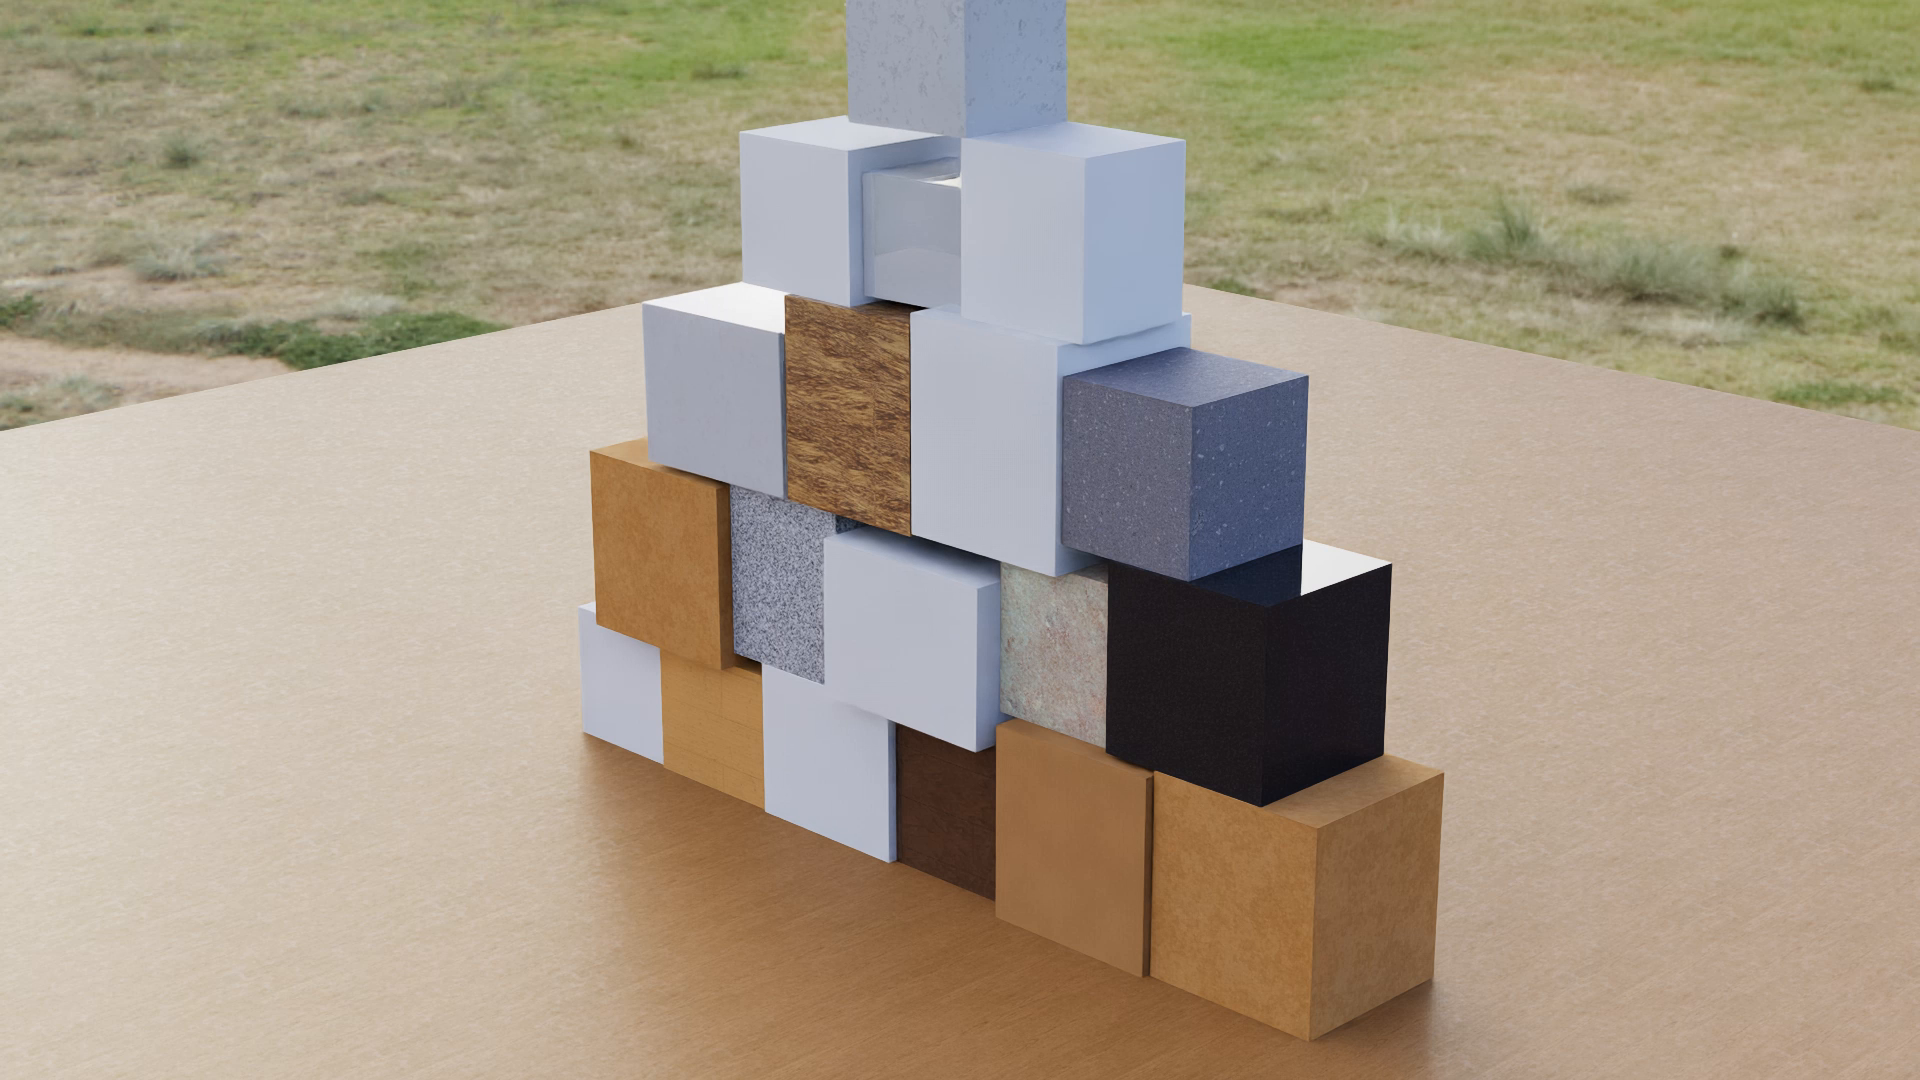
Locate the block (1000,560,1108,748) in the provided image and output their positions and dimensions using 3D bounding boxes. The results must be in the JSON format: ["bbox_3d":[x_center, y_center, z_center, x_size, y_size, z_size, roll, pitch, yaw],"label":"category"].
[{"bbox_3d":[0.654,0.407,12.787,0.658,0.736,0.693,-17,24,-42],"label":"block"}]

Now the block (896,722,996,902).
[{"bbox_3d":[0.217,1.135,13.478,0.701,0.753,0.741,-17,24,-42],"label":"block"}]

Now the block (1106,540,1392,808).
[{"bbox_3d":[1.198,0.496,12.231,0.809,0.851,0.846,-17,24,-42],"label":"block"}]

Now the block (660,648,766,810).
[{"bbox_3d":[-0.946,0.818,14.600,0.750,0.686,0.779,-17,24,-42],"label":"block"}]

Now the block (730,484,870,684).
[{"bbox_3d":[-0.548,0.120,13.976,0.789,0.870,0.733,-17,24,-42],"label":"block"}]

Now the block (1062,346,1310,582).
[{"bbox_3d":[0.935,-0.332,12.229,0.739,0.729,0.702,-17,24,-42],"label":"block"}]

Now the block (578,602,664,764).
[{"bbox_3d":[-1.478,0.666,15.087,0.670,0.684,0.675,-17,24,-42],"label":"block"}]

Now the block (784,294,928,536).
[{"bbox_3d":[-0.217,-0.646,13.358,0.817,0.963,0.810,-17,24,-42],"label":"block"}]

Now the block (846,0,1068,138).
[{"bbox_3d":[-0.015,-2.128,12.668,0.622,0.644,0.723,-17,23,-42],"label":"block"}]

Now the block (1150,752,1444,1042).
[{"bbox_3d":[1.409,1.407,12.310,0.844,0.934,0.857,-17,24,-42],"label":"block"}]

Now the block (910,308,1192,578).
[{"bbox_3d":[0.391,-0.501,12.783,0.844,0.999,0.867,-17,24,-42],"label":"block"}]

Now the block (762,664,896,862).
[{"bbox_3d":[-0.352,0.957,14.032,0.802,0.760,0.867,-17,24,-42],"label":"block"}]

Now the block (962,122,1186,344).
[{"bbox_3d":[0.476,-1.314,12.414,0.624,0.774,0.706,-17,24,-42],"label":"block"}]

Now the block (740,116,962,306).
[{"bbox_3d":[-0.479,-1.518,13.369,0.748,0.695,0.720,-17,24,-42],"label":"block"}]

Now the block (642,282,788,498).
[{"bbox_3d":[-0.852,-0.753,14.007,0.878,0.780,0.977,-17,23,-42],"label":"block"}]

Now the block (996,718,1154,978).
[{"bbox_3d":[0.780,1.237,12.892,0.893,0.910,0.869,-17,24,-42],"label":"block"}]

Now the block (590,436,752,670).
[{"bbox_3d":[-1.171,-0.002,14.553,0.892,0.906,0.958,-17,24,-42],"label":"block"}]

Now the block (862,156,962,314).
[{"bbox_3d":[-0.013,-1.348,12.904,0.550,0.551,0.627,-17,23,-42],"label":"block"}]

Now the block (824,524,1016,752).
[{"bbox_3d":[0.052,0.364,13.390,0.980,0.760,0.926,17,24,42],"label":"block"}]
